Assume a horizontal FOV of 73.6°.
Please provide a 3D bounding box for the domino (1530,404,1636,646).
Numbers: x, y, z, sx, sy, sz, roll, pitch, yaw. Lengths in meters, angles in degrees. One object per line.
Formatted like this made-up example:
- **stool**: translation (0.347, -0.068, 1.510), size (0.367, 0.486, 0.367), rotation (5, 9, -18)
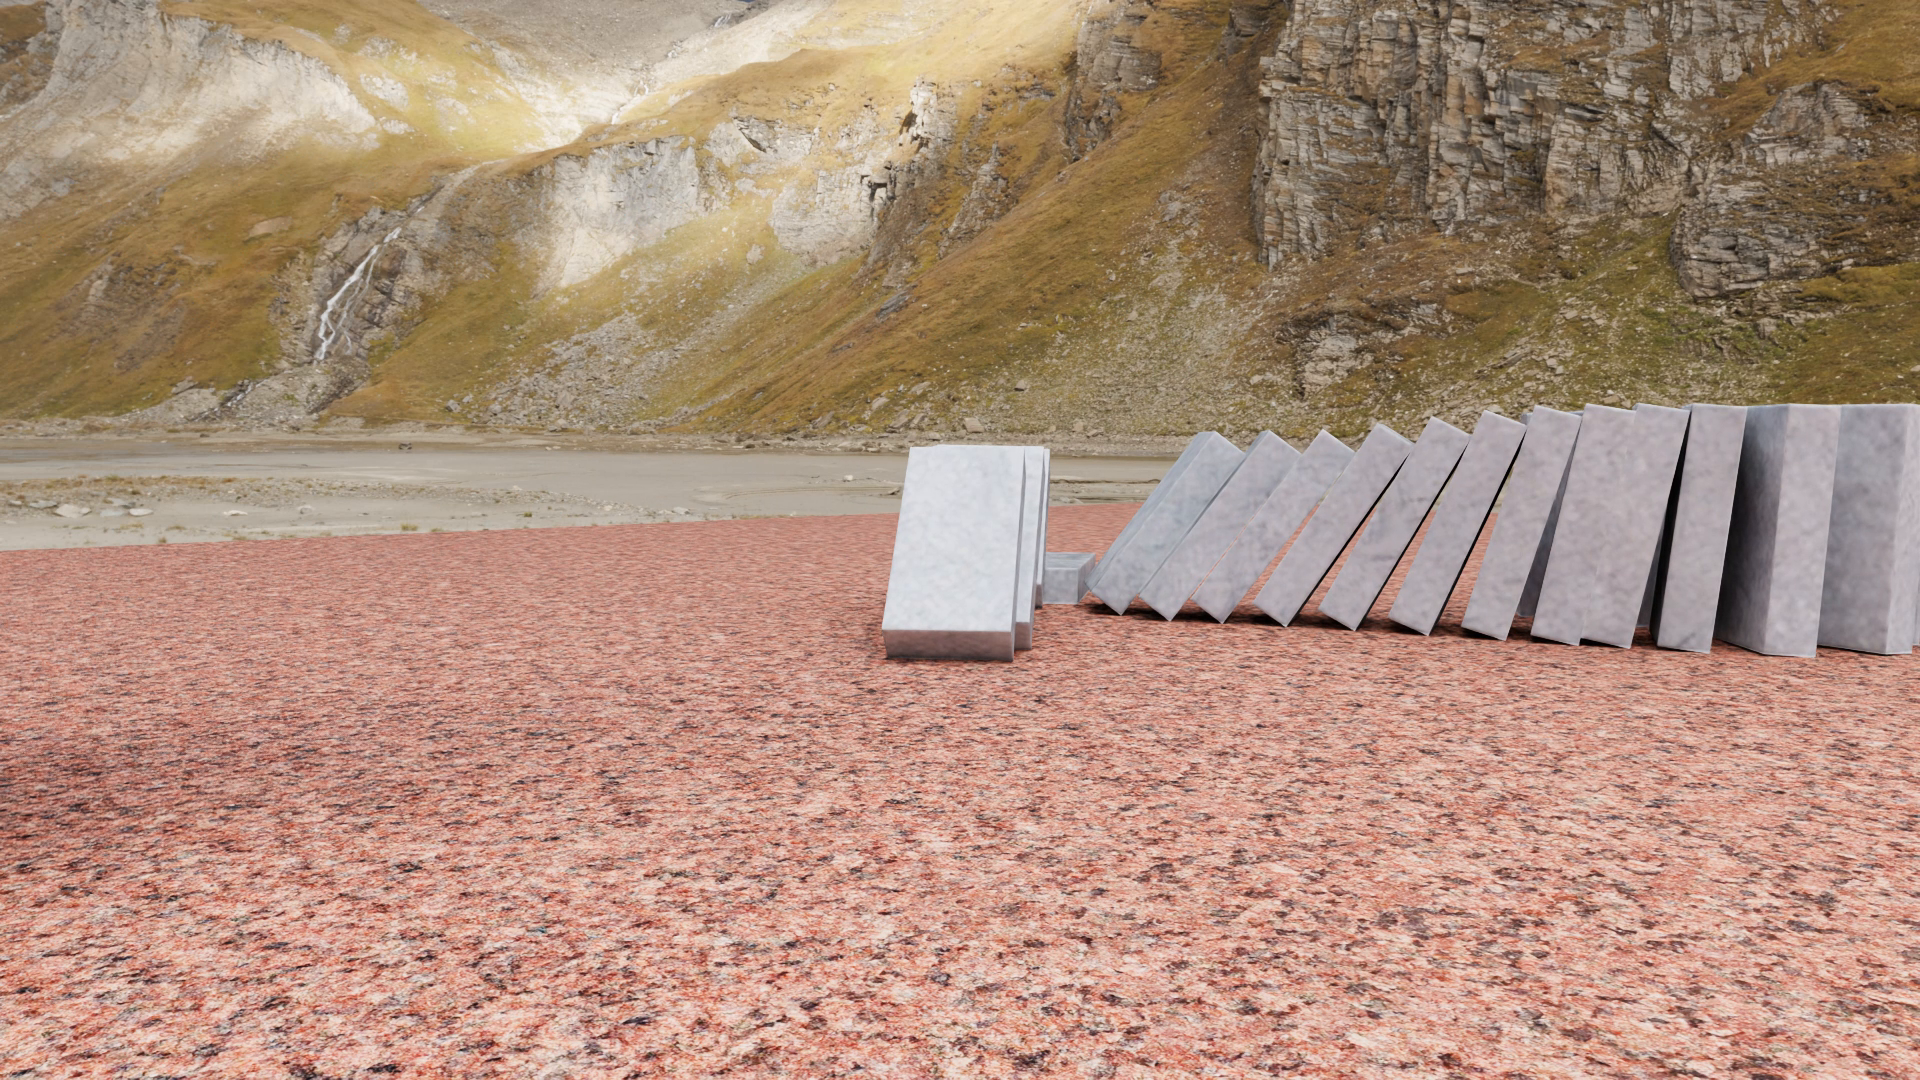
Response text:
- **domino**: translation (0.136, -0.004, 0.280), size (0.009, 0.050, 0.025), rotation (14, 10, 24)

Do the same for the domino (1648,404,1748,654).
- **domino**: translation (0.155, -0.003, 0.271), size (0.009, 0.050, 0.025), rotation (8, 7, 24)

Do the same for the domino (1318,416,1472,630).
- **domino**: translation (0.102, -0.004, 0.299), size (0.009, 0.050, 0.025), rotation (31, 15, 18)

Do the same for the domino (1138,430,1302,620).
- **domino**: translation (0.063, -0.004, 0.316), size (0.009, 0.050, 0.025), rotation (38, 9, 4)

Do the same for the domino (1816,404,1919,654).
- **domino**: translation (0.185, -0.003, 0.268), size (0.010, 0.050, 0.025), rotation (1, 4, -27)

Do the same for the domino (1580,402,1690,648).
- **domino**: translation (0.145, -0.004, 0.276), size (0.010, 0.050, 0.025), rotation (13, 10, 24)

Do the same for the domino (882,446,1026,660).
- **domino**: translation (0.000, 0.002, 0.266), size (0.025, 0.009, 0.050), rotation (1, 49, 7)

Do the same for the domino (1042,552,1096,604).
- **domino**: translation (0.024, 0.010, 0.367), size (0.025, 0.009, 0.050), rotation (1, 4, 11)

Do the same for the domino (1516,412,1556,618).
- **domino**: translation (0.152, -0.006, 0.316), size (0.025, 0.050, 0.009), rotation (1, 4, 15)

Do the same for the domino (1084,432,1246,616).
- **domino**: translation (0.052, -0.005, 0.329), size (0.010, 0.050, 0.025), rotation (37, 4, -2)

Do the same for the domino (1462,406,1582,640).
- **domino**: translation (0.125, -0.004, 0.286), size (0.010, 0.050, 0.025), rotation (19, 12, 23)

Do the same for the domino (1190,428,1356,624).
- **domino**: translation (0.076, -0.004, 0.311), size (0.009, 0.050, 0.025), rotation (38, 13, 10)

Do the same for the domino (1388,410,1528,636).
- **domino**: translation (0.114, -0.004, 0.292), size (0.010, 0.050, 0.025), rotation (26, 14, 22)

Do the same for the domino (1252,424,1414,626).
- **domino**: translation (0.089, -0.004, 0.304), size (0.009, 0.050, 0.025), rotation (36, 16, 15)

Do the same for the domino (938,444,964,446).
- **domino**: translation (0.004, -0.001, 0.293), size (0.025, 0.009, 0.050), rotation (2, 49, 8)

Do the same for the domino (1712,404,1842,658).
- **domino**: translation (0.169, -0.003, 0.267), size (0.009, 0.050, 0.025), rotation (3, 5, 8)

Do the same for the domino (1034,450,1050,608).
- **domino**: translation (0.011, -0.004, 0.347), size (0.025, 0.010, 0.050), rotation (0, 47, 7)

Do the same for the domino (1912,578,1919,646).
- **domino**: translation (0.195, -0.004, 0.280), size (0.025, 0.050, 0.010), rotation (3, 4, 37)

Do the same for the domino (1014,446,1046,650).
- **domino**: translation (0.004, 0.001, 0.279), size (0.025, 0.009, 0.050), rotation (1, 49, 8)

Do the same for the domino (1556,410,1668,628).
- **domino**: translation (0.154, -0.005, 0.301), size (0.025, 0.050, 0.009), rotation (0, 4, -6)
